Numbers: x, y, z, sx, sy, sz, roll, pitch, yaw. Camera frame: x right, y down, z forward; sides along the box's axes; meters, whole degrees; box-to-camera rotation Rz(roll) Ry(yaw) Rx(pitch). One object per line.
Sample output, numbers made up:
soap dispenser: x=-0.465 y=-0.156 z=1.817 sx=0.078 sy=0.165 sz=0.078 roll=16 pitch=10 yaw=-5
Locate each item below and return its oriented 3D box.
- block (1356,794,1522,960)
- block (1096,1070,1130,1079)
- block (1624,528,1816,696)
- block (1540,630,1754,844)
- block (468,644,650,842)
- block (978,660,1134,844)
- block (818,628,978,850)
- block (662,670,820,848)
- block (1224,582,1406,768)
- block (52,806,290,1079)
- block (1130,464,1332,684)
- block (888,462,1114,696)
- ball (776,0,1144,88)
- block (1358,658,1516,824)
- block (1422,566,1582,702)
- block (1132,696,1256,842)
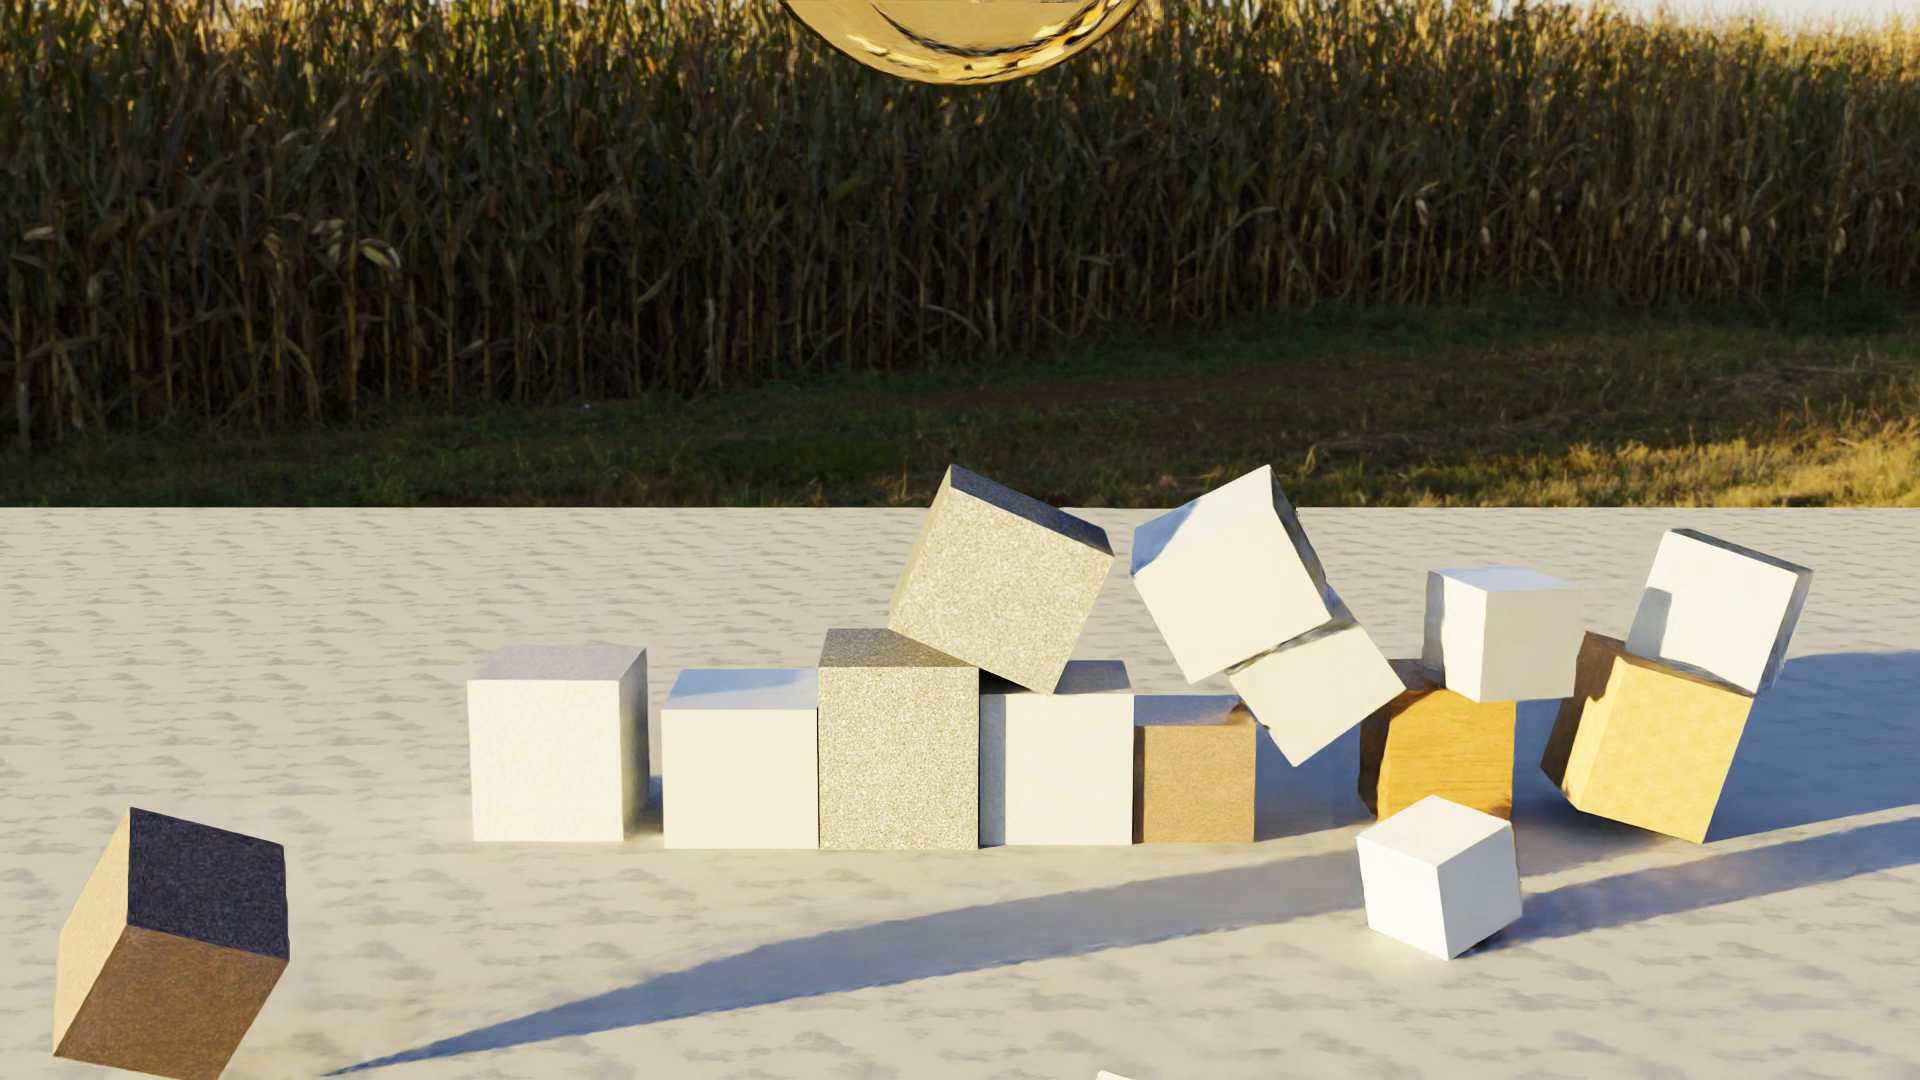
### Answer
block: x=2.130 y=1.491 z=9.765 sx=0.478 sy=0.465 sz=0.474 roll=-22 pitch=22 yaw=-30
block: x=0.641 y=1.828 z=5.737 sx=0.630 sy=0.640 sz=0.676 roll=13 pitch=-16 yaw=21
block: x=3.943 y=0.364 z=11.409 sx=0.678 sy=0.655 sz=0.582 roll=22 pitch=11 yaw=27
block: x=3.540 y=1.009 z=11.408 sx=0.662 sy=0.783 sz=0.759 roll=16 pitch=10 yaw=-2
block: x=-2.075 y=1.045 z=11.478 sx=0.763 sy=0.837 sz=0.784 roll=0 pitch=10 yaw=2
block: x=0.483 y=1.089 z=11.390 sx=0.766 sy=0.783 sz=0.731 roll=0 pitch=10 yaw=0
block: x=-0.307 y=1.012 z=11.374 sx=0.790 sy=0.940 sz=0.876 roll=0 pitch=10 yaw=0
block: x=-1.097 y=1.120 z=11.399 sx=0.772 sy=0.718 sz=0.853 roll=0 pitch=10 yaw=0
block: x=1.788 y=0.660 z=11.335 sx=0.688 sy=0.564 sz=0.633 roll=-36 pitch=11 yaw=6
block: x=-2.914 y=1.505 z=8.136 sx=0.592 sy=0.674 sz=0.620 roll=21 pitch=26 yaw=-31
block: x=1.375 y=0.165 z=11.195 sx=0.780 sy=0.648 sz=0.742 roll=-26 pitch=14 yaw=14
block: x=0.200 y=0.188 z=11.200 sx=0.880 sy=0.770 sz=0.811 roll=23 pitch=9 yaw=-4
ball: x=0.000 y=-2.298 z=7.198 sx=1.600 sy=1.600 sz=1.600 roll=0 pitch=10 yaw=0
block: x=2.495 y=1.072 z=11.560 sx=0.636 sy=0.754 sz=0.706 roll=0 pitch=10 yaw=-2
block: x=2.744 y=0.471 z=11.180 sx=0.541 sy=0.561 sz=0.567 roll=-2 pitch=11 yaw=-18
block: x=1.181 y=1.177 z=11.383 sx=0.607 sy=0.612 sz=0.617 roll=0 pitch=10 yaw=0
